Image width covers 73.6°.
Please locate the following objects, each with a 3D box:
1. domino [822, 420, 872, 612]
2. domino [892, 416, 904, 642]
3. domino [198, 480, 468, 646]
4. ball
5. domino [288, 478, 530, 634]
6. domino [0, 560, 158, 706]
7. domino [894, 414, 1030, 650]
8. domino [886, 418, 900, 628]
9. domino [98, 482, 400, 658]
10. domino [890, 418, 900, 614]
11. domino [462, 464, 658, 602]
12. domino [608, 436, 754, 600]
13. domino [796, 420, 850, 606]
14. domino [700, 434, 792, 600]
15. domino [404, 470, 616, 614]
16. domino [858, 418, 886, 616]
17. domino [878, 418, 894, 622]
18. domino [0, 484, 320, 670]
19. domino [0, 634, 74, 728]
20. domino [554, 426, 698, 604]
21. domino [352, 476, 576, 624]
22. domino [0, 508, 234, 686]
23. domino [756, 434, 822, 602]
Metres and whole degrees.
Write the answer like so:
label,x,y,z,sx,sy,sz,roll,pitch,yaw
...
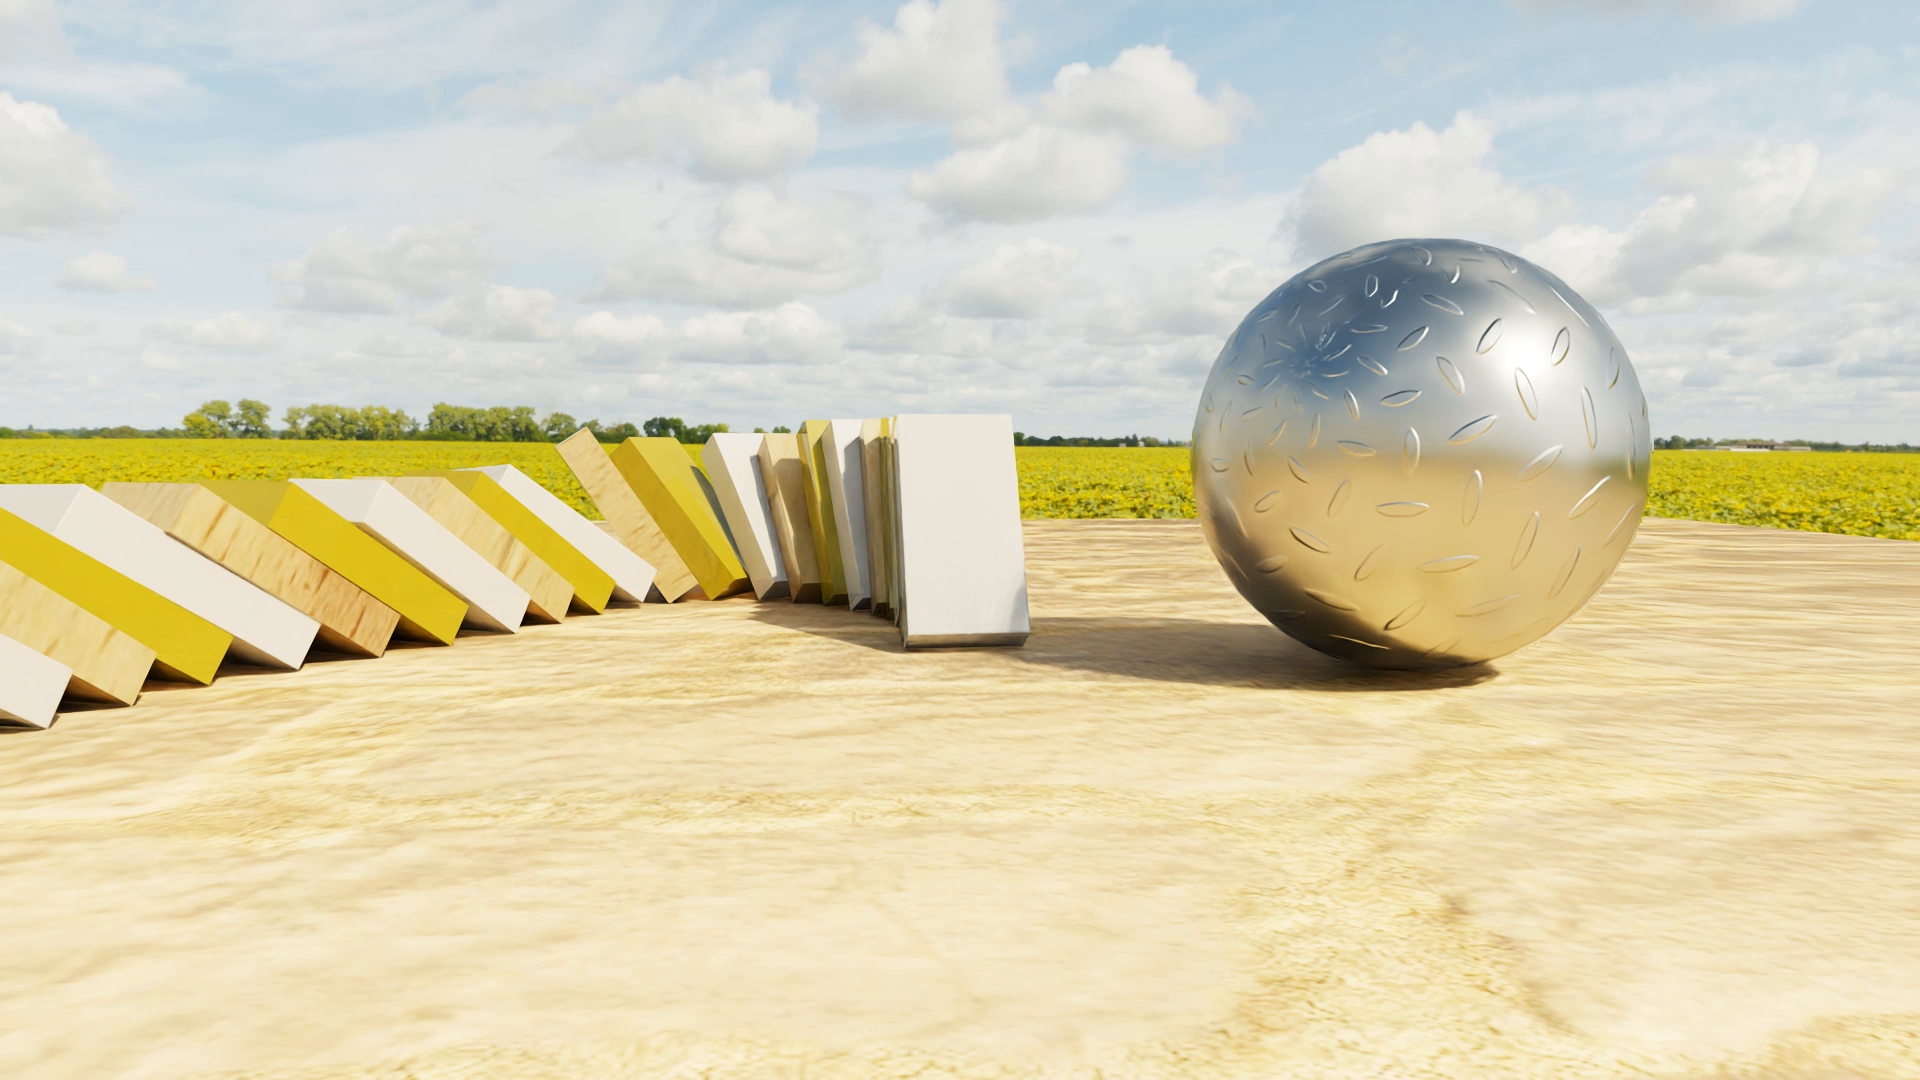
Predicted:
label,x,y,z,sx,sy,sz,roll,pitch,yaw
domino,-0.019,-0.007,0.337,0.025,0.050,0.009,-2,-22,-25
domino,-0.001,-0.003,0.283,0.025,0.050,0.009,-1,-23,-8
domino,-0.126,0.005,0.258,0.025,0.009,0.050,2,-29,24
ball,0.083,-0.015,0.239,0.080,0.080,0.080,0,4,0
domino,-0.118,0.004,0.274,0.025,0.009,0.050,2,-29,21
domino,-0.151,0.010,0.192,0.025,0.009,0.050,1,-30,13
domino,0.000,-0.002,0.273,0.025,0.050,0.009,-1,-23,-8
domino,-0.004,-0.005,0.305,0.025,0.050,0.009,-1,-23,-8
domino,-0.134,0.007,0.242,0.025,0.010,0.050,2,-29,24
domino,-0.002,-0.004,0.294,0.025,0.050,0.009,-1,-23,-8
domino,-0.104,-0.001,0.325,0.025,0.010,0.050,-2,-32,38
domino,-0.075,-0.007,0.361,0.009,0.050,0.025,-41,-9,16
domino,-0.027,-0.008,0.345,0.025,0.050,0.009,-2,-22,-25
domino,-0.053,-0.007,0.364,0.025,0.050,0.009,-4,-32,-42
domino,-0.109,0.001,0.308,0.025,0.010,0.050,2,-30,29
domino,-0.011,-0.006,0.326,0.025,0.050,0.009,-1,-23,-12
domino,-0.006,-0.006,0.315,0.025,0.050,0.010,-1,-23,-8
domino,-0.143,0.007,0.227,0.025,0.009,0.050,1,-29,25
domino,-0.152,0.012,0.175,0.025,0.010,0.050,1,-28,11
domino,-0.091,-0.007,0.348,0.009,0.050,0.025,-36,14,-13
domino,-0.113,0.003,0.290,0.025,0.009,0.050,2,-29,21
domino,-0.150,0.009,0.212,0.025,0.009,0.050,1,-29,23
domino,-0.039,-0.007,0.357,0.025,0.050,0.009,-2,-34,-27
